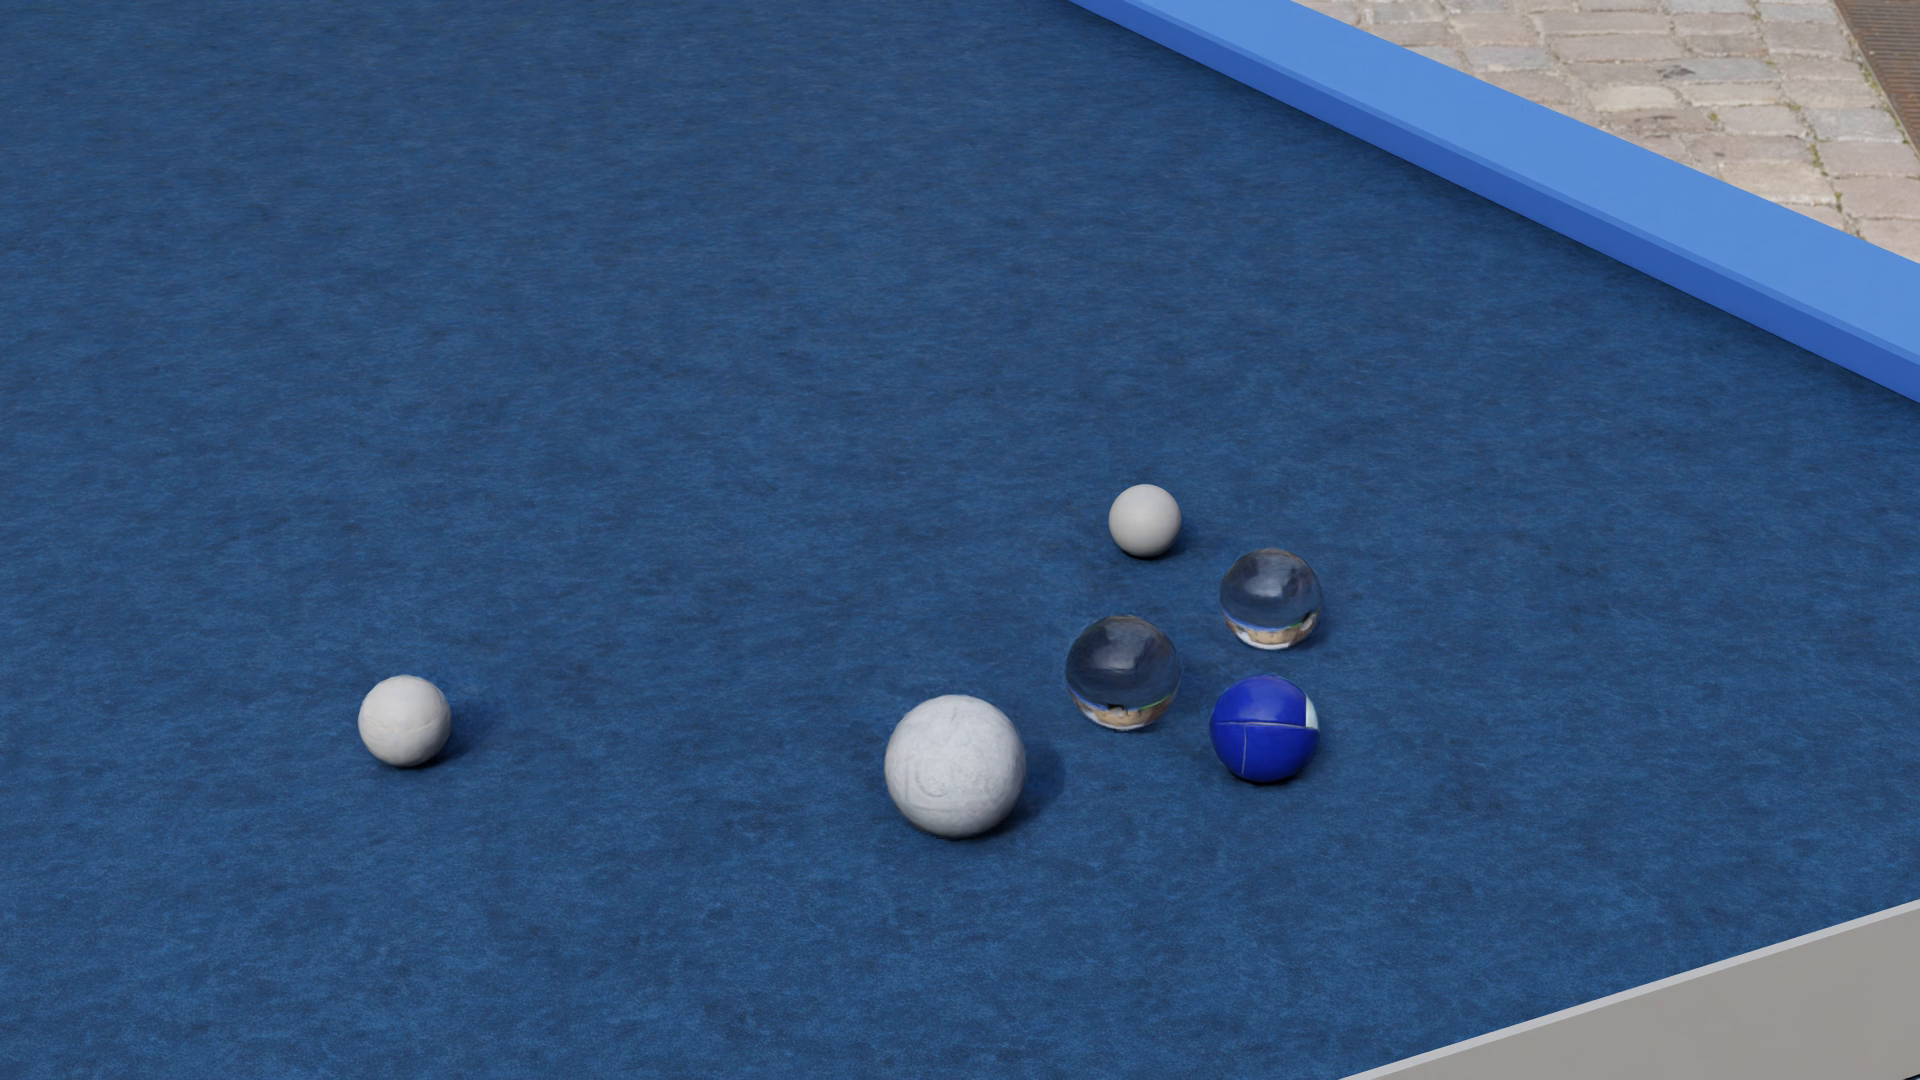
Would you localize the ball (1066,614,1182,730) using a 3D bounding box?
[{"bbox_3d":[0.107,0.087,1.929,0.076,0.076,0.076,0,25,0],"label":"ball"}]

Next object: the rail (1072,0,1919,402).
[{"bbox_3d":[0.414,-0.471,3.092,0.045,0.114,3.116,-12,27,-24],"label":"rail"}]

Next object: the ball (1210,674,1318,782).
[{"bbox_3d":[0.193,0.119,1.867,0.069,0.069,0.069,0,25,0],"label":"ball"}]

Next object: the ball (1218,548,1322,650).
[{"bbox_3d":[0.215,0.041,2.034,0.071,0.071,0.071,0,25,0],"label":"ball"}]

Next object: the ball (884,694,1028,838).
[{"bbox_3d":[-0.003,0.139,1.803,0.088,0.088,0.088,0,25,0],"label":"ball"}]

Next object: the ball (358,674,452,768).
[{"bbox_3d":[-0.356,0.116,1.886,0.059,0.059,0.059,0,25,0],"label":"ball"}]

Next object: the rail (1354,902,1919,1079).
[{"bbox_3d":[0.338,0.263,1.499,1.752,0.114,0.045,-12,27,-24],"label":"rail"}]

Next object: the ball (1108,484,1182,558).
[{"bbox_3d":[0.137,-0.014,2.174,0.054,0.054,0.054,0,25,0],"label":"ball"}]
